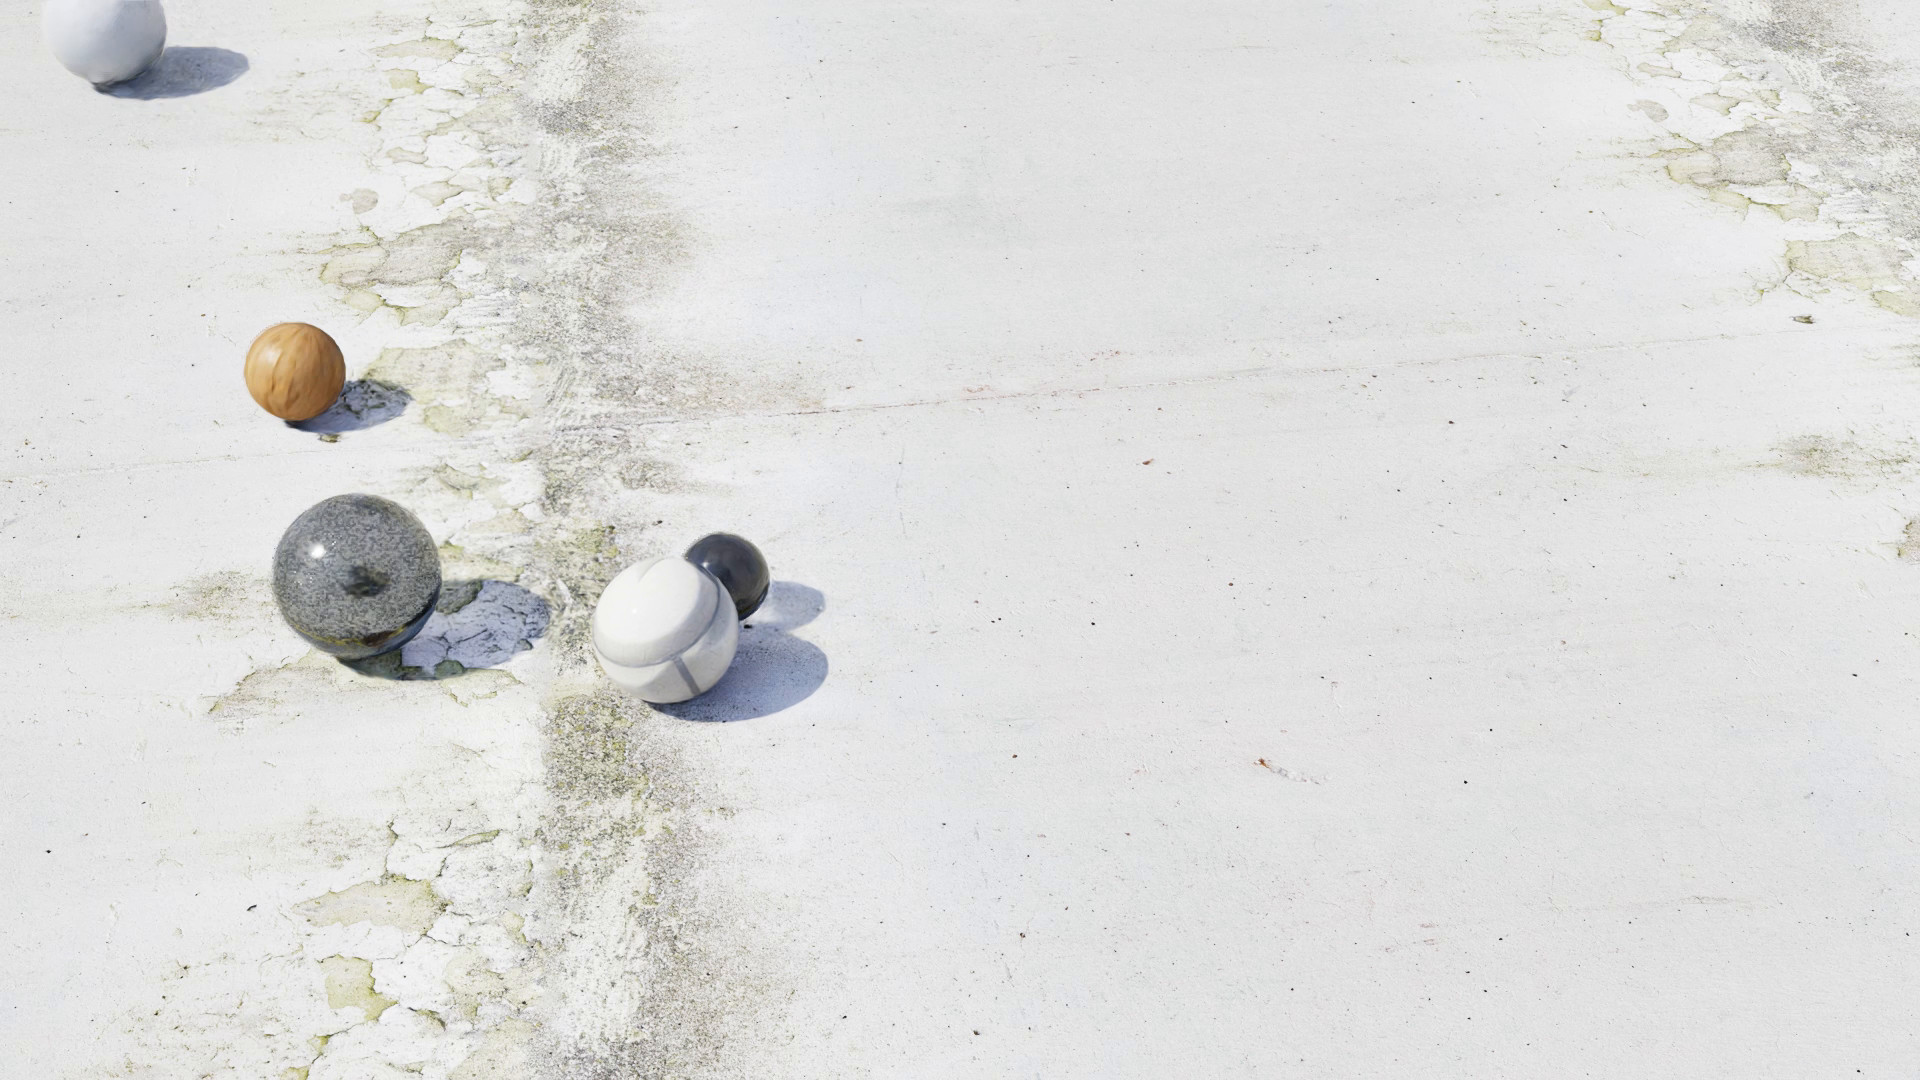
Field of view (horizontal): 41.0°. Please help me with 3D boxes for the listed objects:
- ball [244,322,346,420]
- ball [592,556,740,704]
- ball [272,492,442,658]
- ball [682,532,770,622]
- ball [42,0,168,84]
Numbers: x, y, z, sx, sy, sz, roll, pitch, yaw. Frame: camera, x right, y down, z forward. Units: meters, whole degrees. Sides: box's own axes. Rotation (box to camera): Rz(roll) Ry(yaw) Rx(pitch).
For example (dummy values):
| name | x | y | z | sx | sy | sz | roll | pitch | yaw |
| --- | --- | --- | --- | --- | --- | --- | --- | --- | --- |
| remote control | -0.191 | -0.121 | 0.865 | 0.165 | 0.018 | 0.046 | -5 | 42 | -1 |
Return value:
| name | x | y | z | sx | sy | sz | roll | pitch | yaw |
| --- | --- | --- | --- | --- | --- | --- | --- | --- | --- |
| ball | -0.430 | -0.109 | 1.661 | 0.064 | 0.064 | 0.064 | 0 | 37 | 0 |
| ball | -0.164 | 0.050 | 1.432 | 0.082 | 0.082 | 0.082 | 0 | 37 | 0 |
| ball | -0.343 | 0.020 | 1.461 | 0.095 | 0.095 | 0.095 | 0 | 37 | 0 |
| ball | -0.137 | 0.022 | 1.493 | 0.053 | 0.053 | 0.053 | 0 | 37 | 0 |
| ball | -0.679 | -0.410 | 2.039 | 0.094 | 0.094 | 0.094 | 0 | 37 | 0 |
